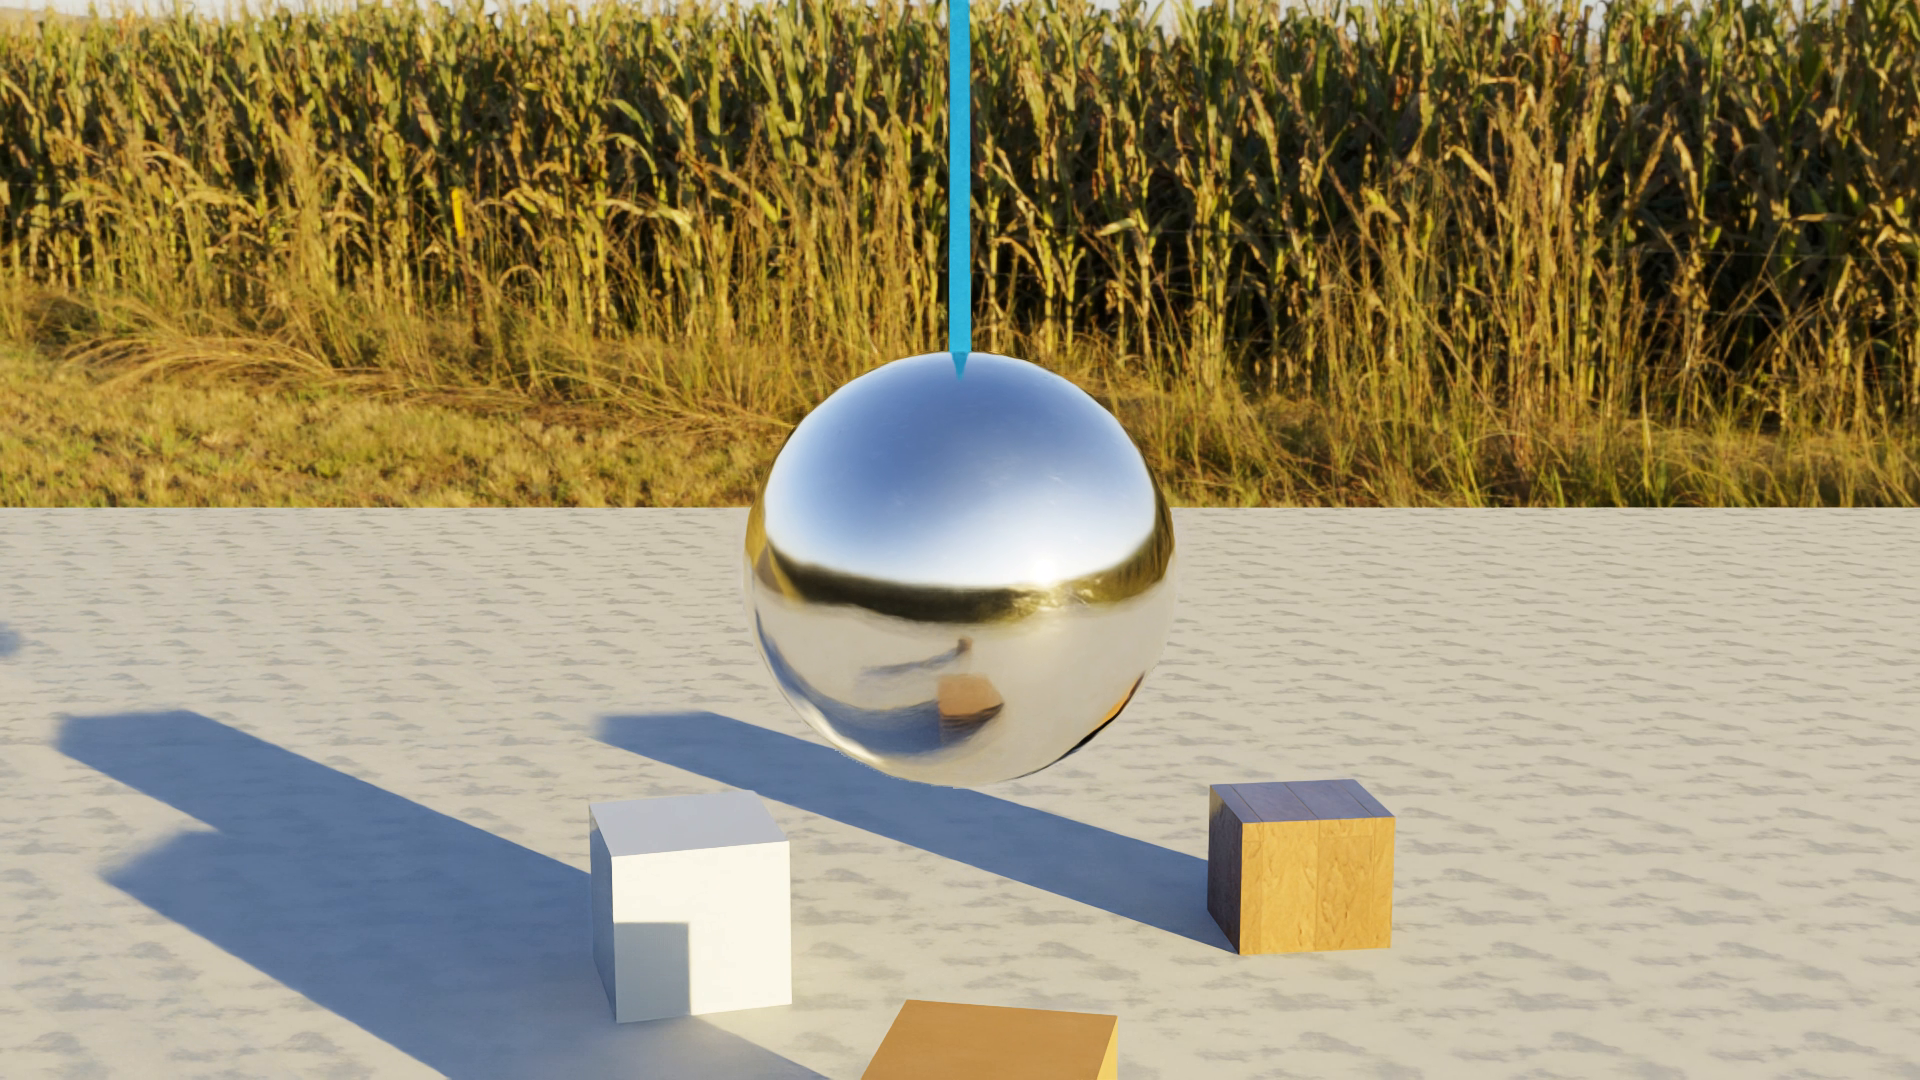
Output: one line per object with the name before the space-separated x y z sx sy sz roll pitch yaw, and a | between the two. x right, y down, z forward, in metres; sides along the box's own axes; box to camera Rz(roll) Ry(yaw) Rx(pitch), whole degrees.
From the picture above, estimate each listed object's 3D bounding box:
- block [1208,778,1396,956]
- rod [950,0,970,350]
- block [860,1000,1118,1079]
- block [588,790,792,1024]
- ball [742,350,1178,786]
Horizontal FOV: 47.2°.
block | 1.520 1.458 9.873 0.682 0.600 0.587 -1 10 -7
rod | 0.000 -3.087 9.277 0.080 5.200 0.080 0 -20 0
block | 0.094 1.947 6.946 0.707 0.684 0.774 2 11 11
block | -1.144 1.521 9.247 0.718 0.698 0.745 -3 11 -16
ball | 0.000 0.104 8.103 1.600 1.600 1.600 0 10 0
